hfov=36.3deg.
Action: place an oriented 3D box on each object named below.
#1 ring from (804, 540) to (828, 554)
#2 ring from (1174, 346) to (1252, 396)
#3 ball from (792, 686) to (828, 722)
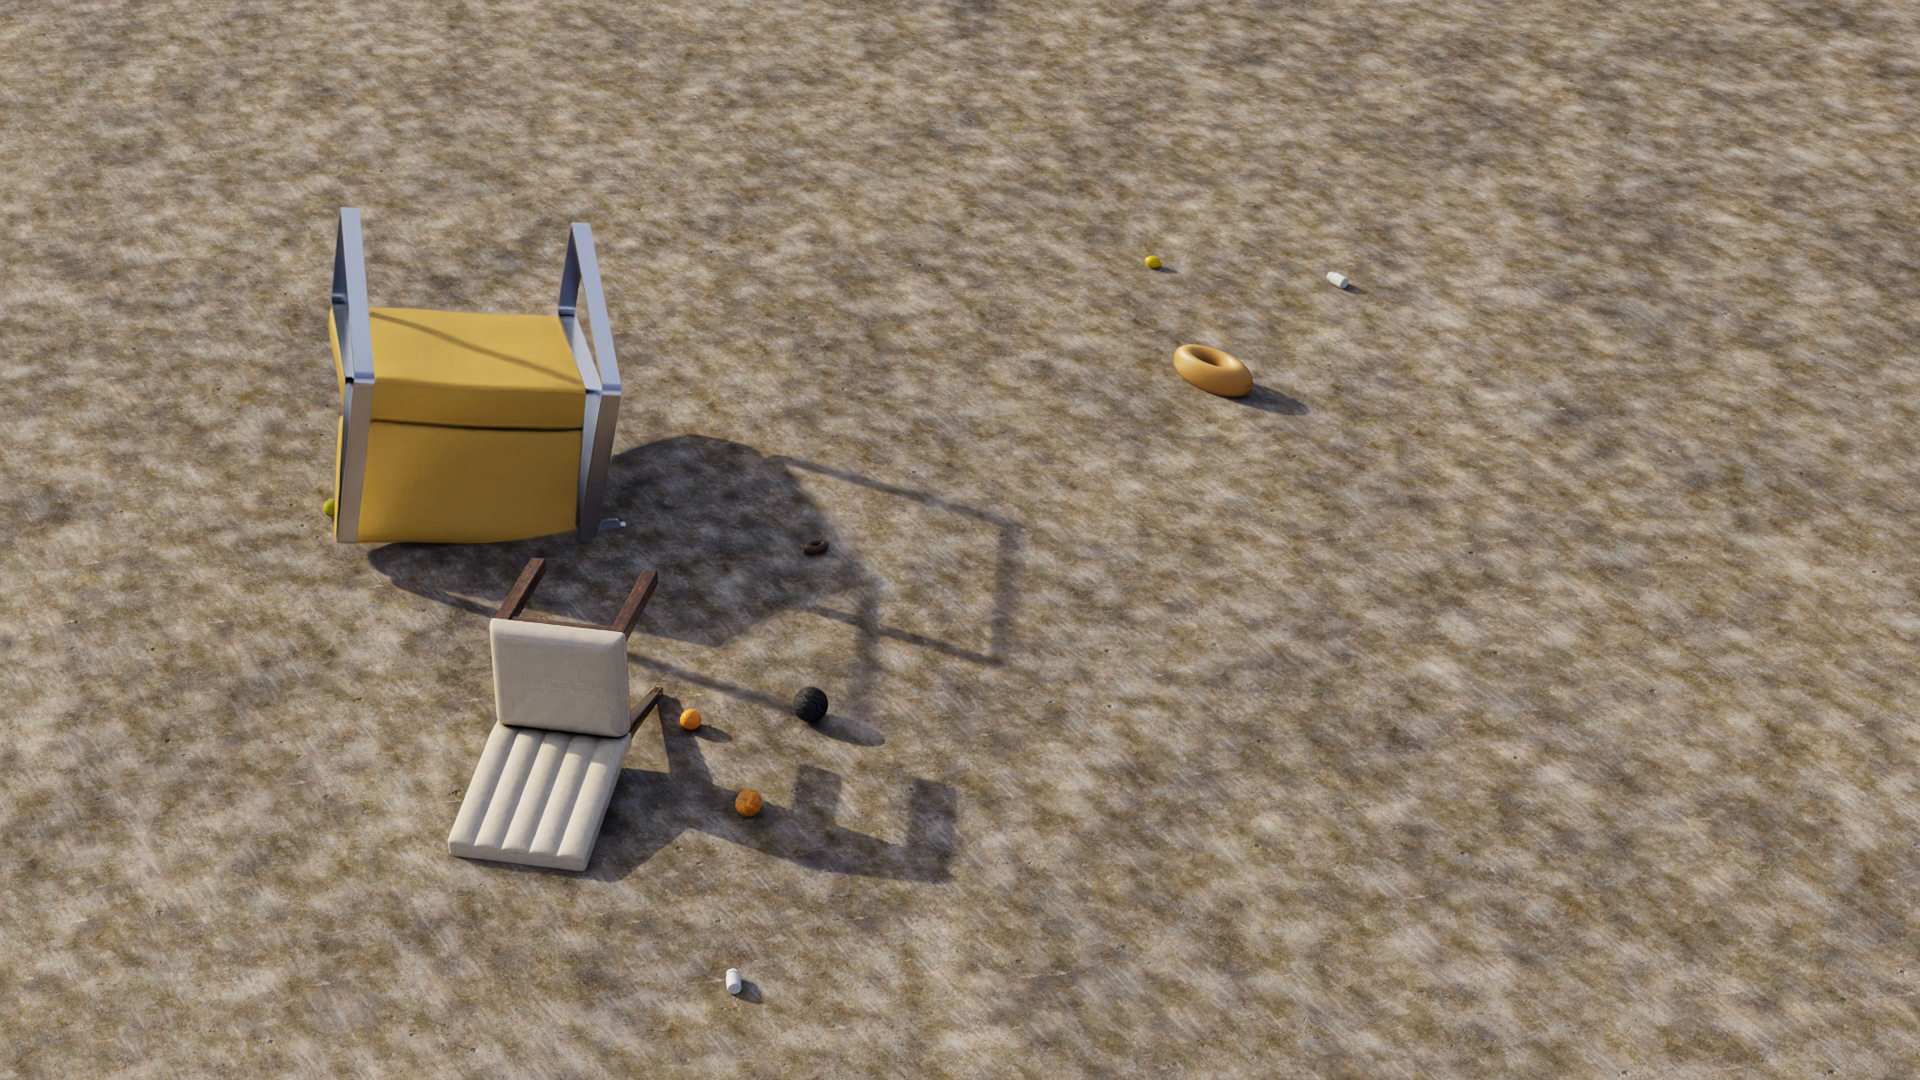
[{"bbox_3d":[-0.534,0.026,10.872,0.101,0.036,0.053,-15,38,-19],"label":"ring"},{"bbox_3d":[1.023,-0.685,11.870,0.385,0.129,0.166,25,43,34],"label":"ring"},{"bbox_3d":[-0.509,0.560,9.985,0.120,0.120,0.120,0,33,0],"label":"ball"}]
